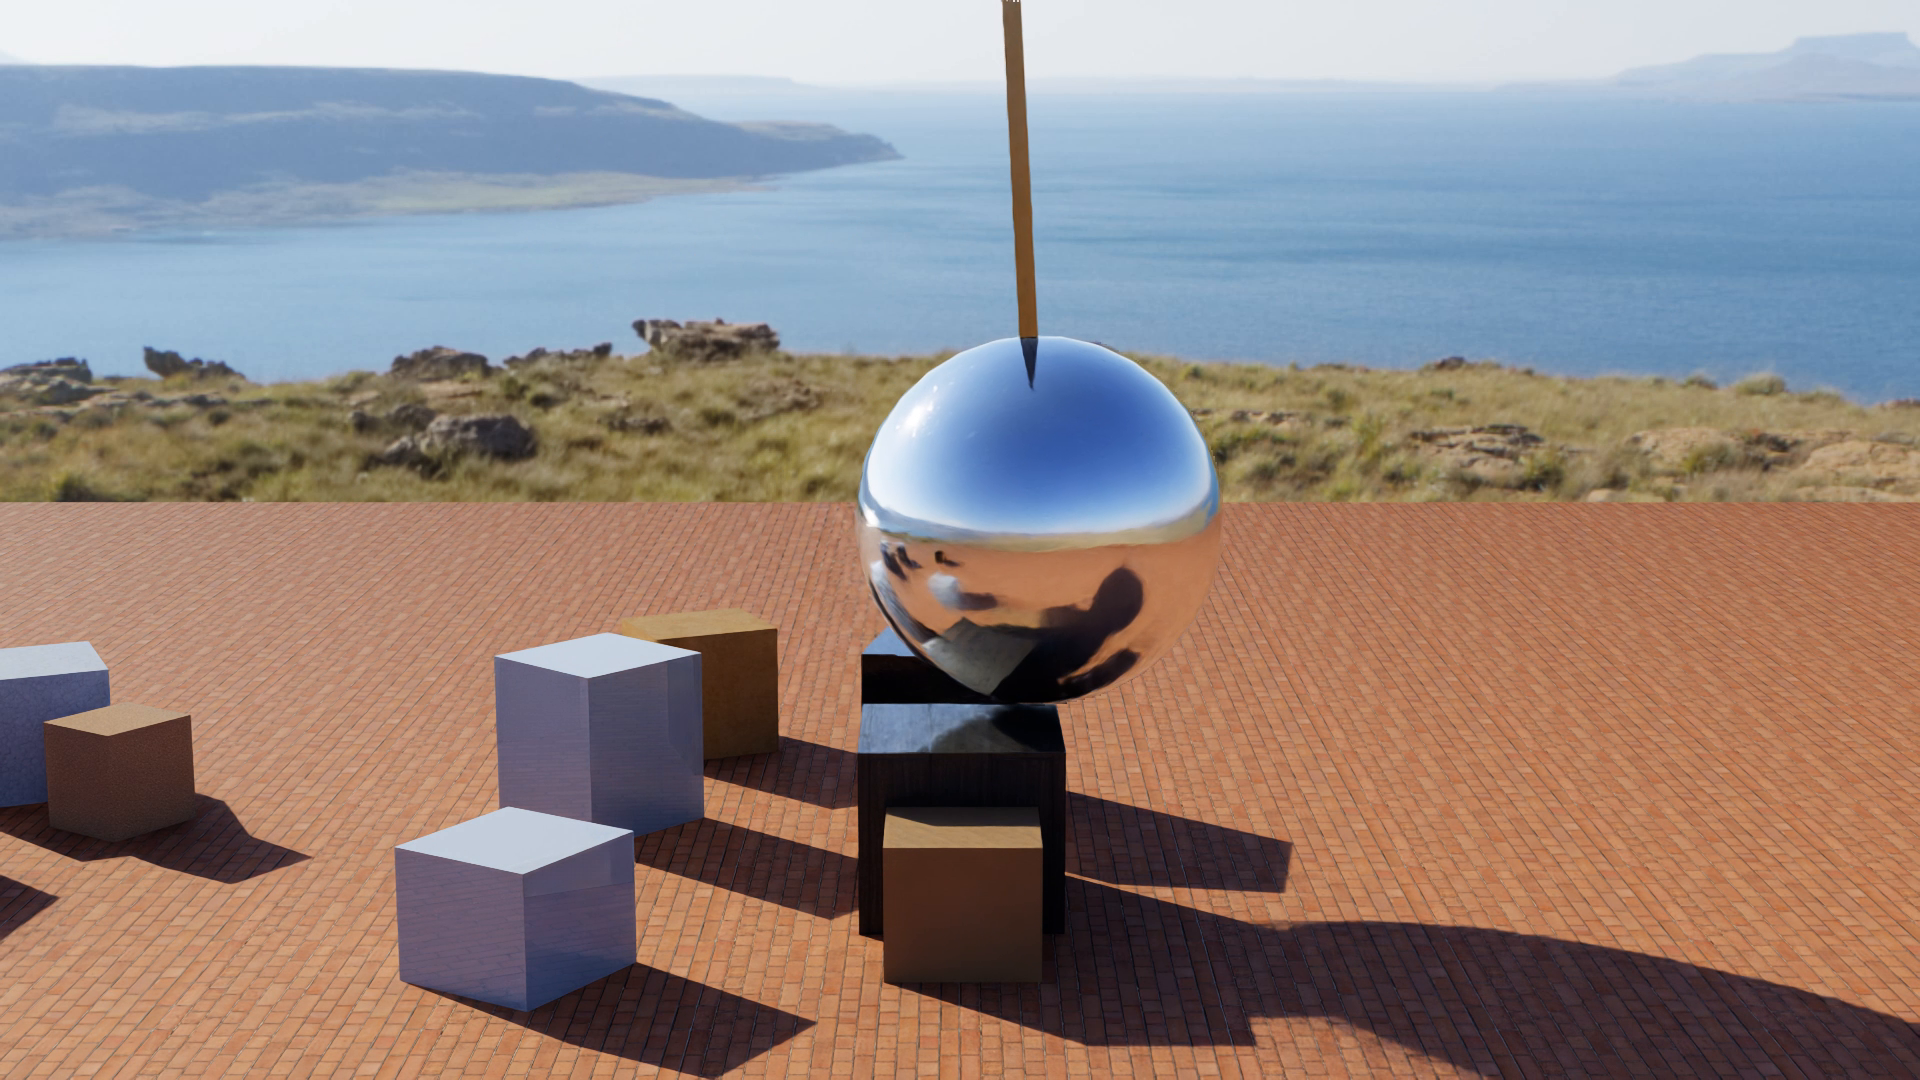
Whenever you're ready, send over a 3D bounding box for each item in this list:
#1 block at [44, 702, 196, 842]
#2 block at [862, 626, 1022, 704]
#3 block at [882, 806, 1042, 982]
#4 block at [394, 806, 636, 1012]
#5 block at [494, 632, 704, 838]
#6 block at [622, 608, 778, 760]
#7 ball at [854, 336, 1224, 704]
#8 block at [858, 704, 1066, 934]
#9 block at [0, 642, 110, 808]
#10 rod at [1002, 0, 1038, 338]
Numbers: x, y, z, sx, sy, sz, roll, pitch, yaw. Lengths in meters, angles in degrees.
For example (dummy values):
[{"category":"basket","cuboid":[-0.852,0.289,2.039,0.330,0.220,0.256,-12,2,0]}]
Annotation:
[{"category":"block","cuboid":[-3.974,1.091,12.144,0.464,0.508,0.478,7,12,33]},{"category":"block","cuboid":[-0.033,0.880,12.465,0.748,0.808,0.753,2,10,10]},{"category":"block","cuboid":[0.010,1.412,10.272,0.620,0.547,0.566,0,10,0]},{"category":"block","cuboid":[-1.746,1.441,10.119,0.655,0.544,0.658,6,12,31]},{"category":"block","cuboid":[-1.705,0.936,12.161,0.676,0.807,0.695,9,14,41]},{"category":"block","cuboid":[-1.372,0.761,13.536,0.658,0.659,0.580,-5,11,-25]},{"category":"ball","cuboid":[0.341,-0.089,11.164,1.600,1.600,1.600,0,10,0]},{"category":"block","cuboid":[0.003,1.175,10.941,0.851,0.774,0.830,0,10,-1]},{"category":"block","cuboid":[-4.666,0.916,12.762,0.763,0.631,0.713,-5,11,-26]},{"category":"rod","cuboid":[0.148,-3.429,10.557,0.080,5.200,0.080,-3,10,1]}]
